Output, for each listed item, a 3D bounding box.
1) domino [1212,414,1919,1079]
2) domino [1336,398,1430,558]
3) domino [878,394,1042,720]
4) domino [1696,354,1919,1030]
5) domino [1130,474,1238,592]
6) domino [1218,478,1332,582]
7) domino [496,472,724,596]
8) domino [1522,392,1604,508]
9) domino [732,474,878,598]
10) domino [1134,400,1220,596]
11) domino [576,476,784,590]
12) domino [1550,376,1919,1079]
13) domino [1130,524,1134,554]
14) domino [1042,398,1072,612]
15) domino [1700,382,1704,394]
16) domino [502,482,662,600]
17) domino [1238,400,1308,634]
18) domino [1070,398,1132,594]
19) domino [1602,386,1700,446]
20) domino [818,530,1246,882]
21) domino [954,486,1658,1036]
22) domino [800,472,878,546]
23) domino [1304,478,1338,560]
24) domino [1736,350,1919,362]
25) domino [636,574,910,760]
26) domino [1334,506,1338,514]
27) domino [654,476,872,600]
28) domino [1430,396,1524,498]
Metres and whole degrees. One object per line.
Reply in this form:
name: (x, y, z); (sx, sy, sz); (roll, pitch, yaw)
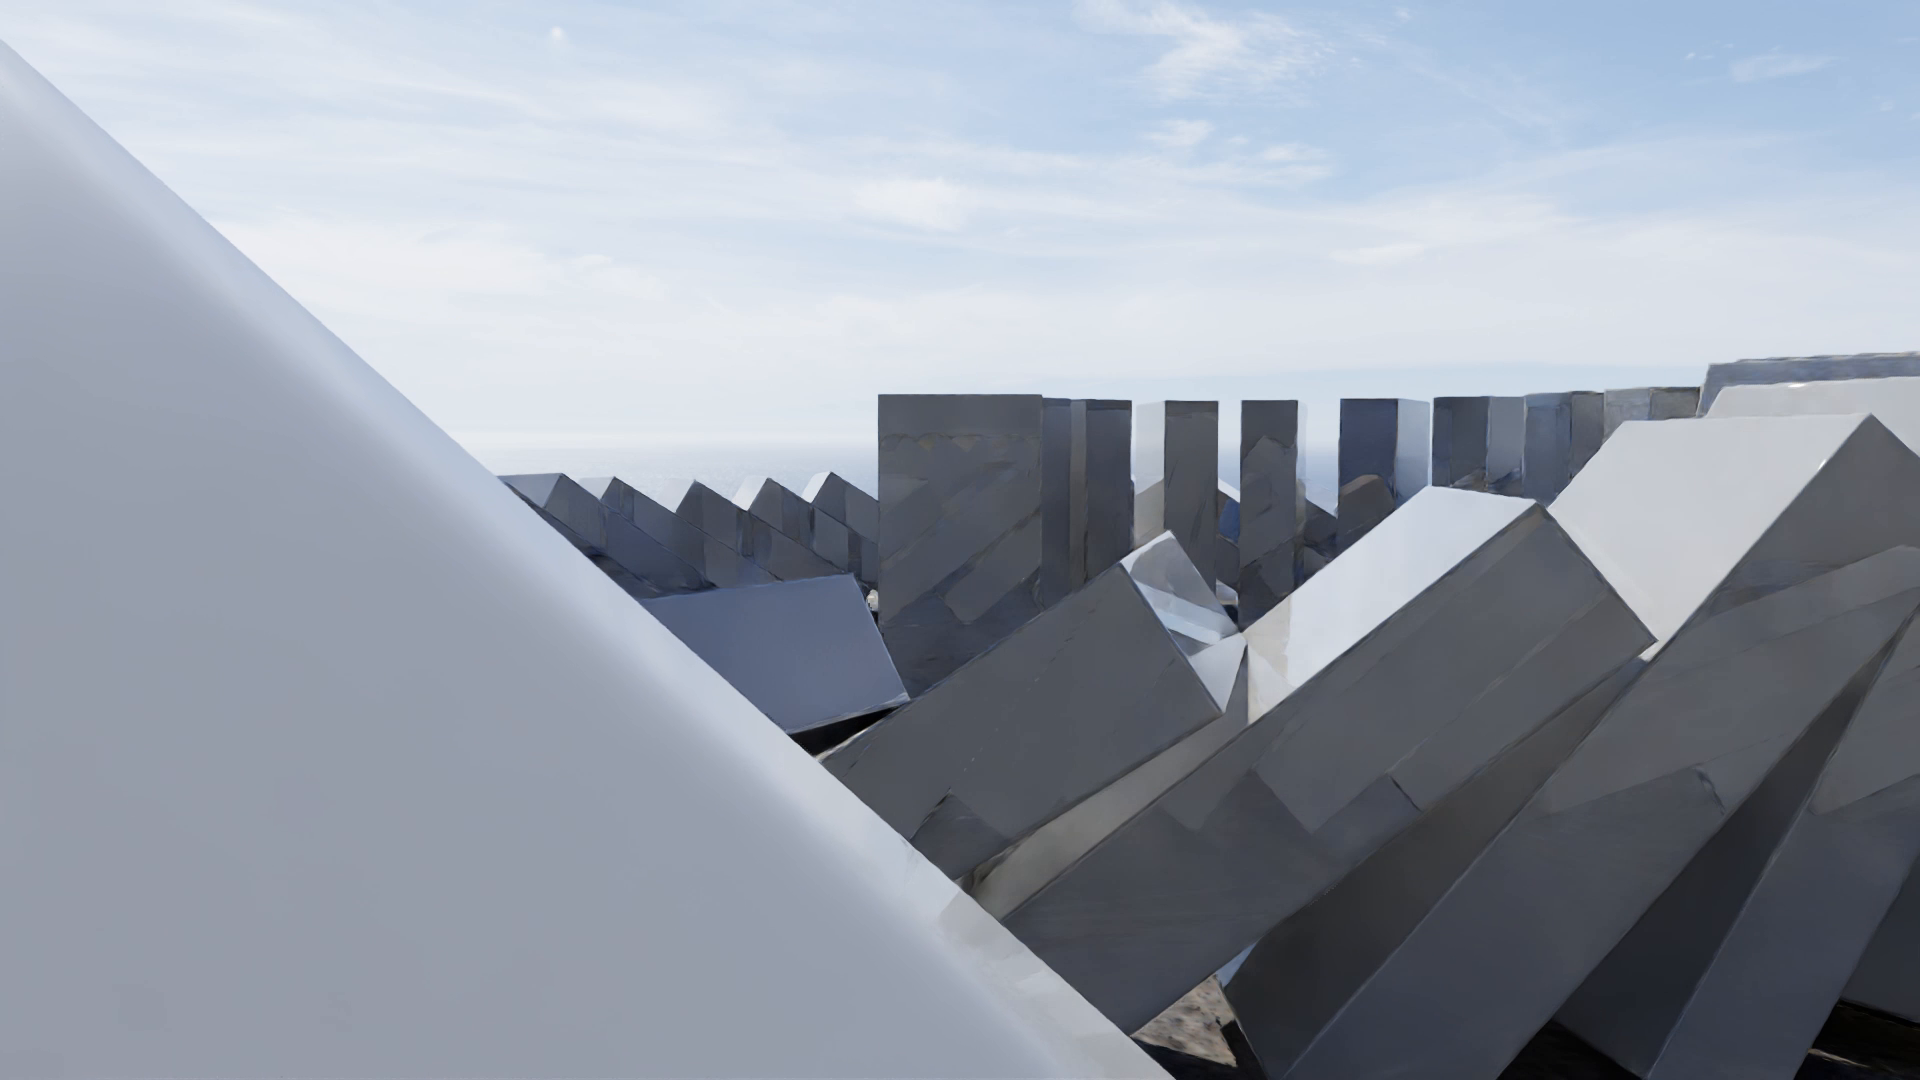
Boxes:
domino: (0.037, 0.014, 0.084); (0.010, 0.050, 0.025); (40, 2, -4)
domino: (0.074, 0.001, 0.225); (0.009, 0.050, 0.025); (3, 5, 32)
domino: (0.000, 0.002, 0.201); (0.025, 0.050, 0.010); (0, 4, 0)
domino: (0.069, 0.010, 0.102); (0.009, 0.050, 0.025); (26, -12, -35)
domino: (0.064, 0.000, 0.337); (0.050, 0.009, 0.025); (34, 13, 15)
domino: (0.081, 0.000, 0.334); (0.050, 0.010, 0.025); (36, 14, 21)
domino: (-0.076, 0.003, 0.277); (0.025, 0.009, 0.050); (1, -30, 40)
domino: (0.098, 0.003, 0.194); (0.025, 0.050, 0.010); (-1, 5, -18)
domino: (-0.031, 0.001, 0.316); (0.050, 0.009, 0.025); (33, -8, -19)
domino: (0.039, 0.000, 0.236); (0.009, 0.050, 0.025); (0, 4, -4)
domino: (-0.065, 0.003, 0.295); (0.050, 0.009, 0.025); (35, -17, -29)
domino: (0.054, 0.012, 0.090); (0.009, 0.050, 0.025); (33, -4, -13)
domino: (0.042, -0.001, 0.337); (0.050, 0.010, 0.025); (33, 4, 2)
domino: (0.006, 0.001, 0.220); (0.009, 0.050, 0.025); (-4, 6, -45)
domino: (0.102, 0.006, 0.152); (0.025, 0.050, 0.009); (1, 4, 9)
domino: (-0.084, 0.005, 0.262); (0.025, 0.009, 0.050); (3, -28, 35)
domino: (0.057, 0.000, 0.233); (0.009, 0.050, 0.025); (1, 5, 19)
domino: (0.019, 0.000, 0.229); (0.010, 0.050, 0.025); (-2, 5, -30)
domino: (0.102, 0.004, 0.176); (0.025, 0.050, 0.009); (-1, 4, -8)
domino: (-0.006, 0.018, 0.085); (0.050, 0.009, 0.025); (-35, -5, 15)
domino: (0.016, 0.017, 0.083); (0.050, 0.009, 0.025); (-40, -2, 8)
domino: (-0.016, 0.000, 0.324); (0.050, 0.010, 0.025); (32, -7, -14)
domino: (0.103, 0.001, 0.325); (0.050, 0.010, 0.025); (37, 23, 27)
domino: (0.079, 0.009, 0.111); (0.009, 0.050, 0.025); (20, -10, -41)
domino: (-0.030, 0.019, 0.088); (0.050, 0.010, 0.025); (-34, -16, 32)
domino: (0.120, 0.002, 0.316); (0.050, 0.009, 0.025); (40, 26, 32)
domino: (-0.048, 0.002, 0.307); (0.050, 0.010, 0.025); (33, -10, -24)
domino: (0.089, 0.002, 0.213); (0.025, 0.050, 0.010); (-3, 5, -39)
